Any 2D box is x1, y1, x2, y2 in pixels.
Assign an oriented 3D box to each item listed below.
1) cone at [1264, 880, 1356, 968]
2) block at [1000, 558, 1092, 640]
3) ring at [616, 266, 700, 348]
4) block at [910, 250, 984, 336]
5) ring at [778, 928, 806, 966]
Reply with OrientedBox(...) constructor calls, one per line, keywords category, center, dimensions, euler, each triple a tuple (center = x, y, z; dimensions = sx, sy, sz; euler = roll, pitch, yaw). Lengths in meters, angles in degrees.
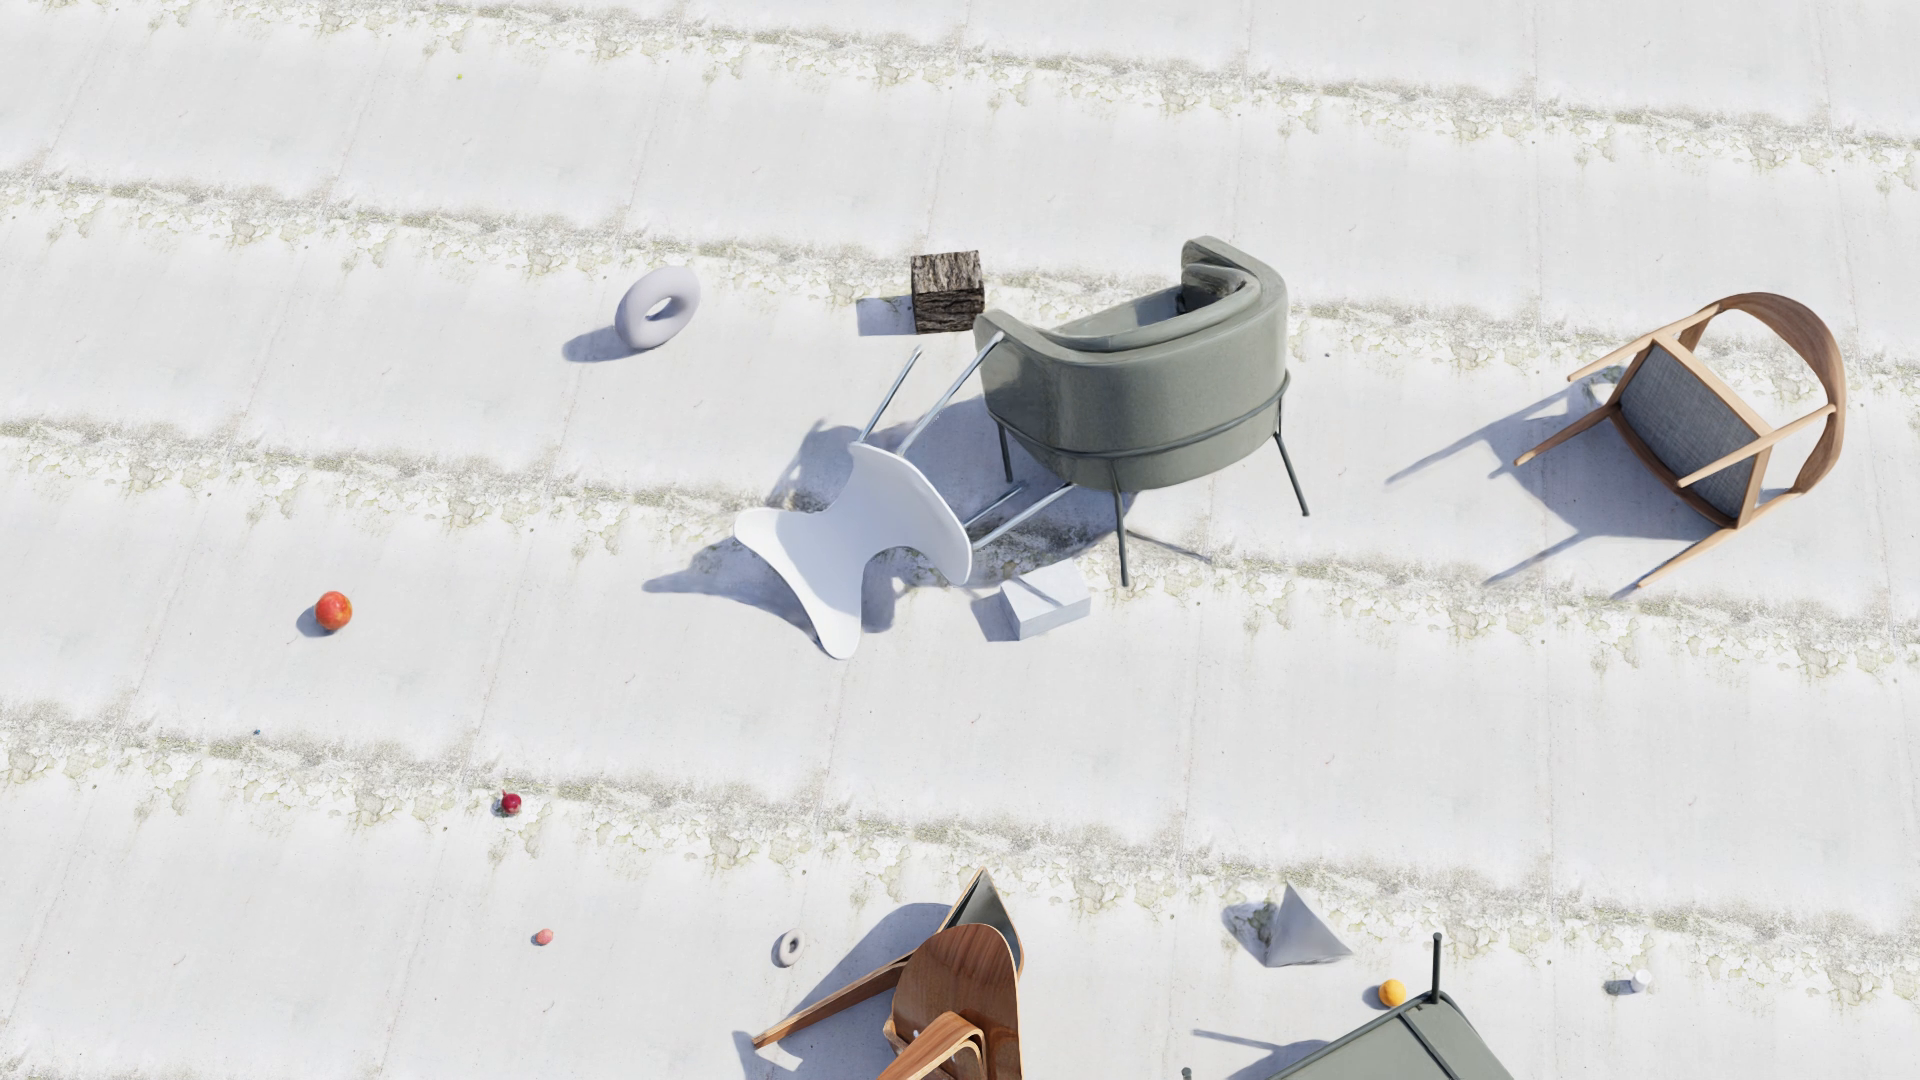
OrientedBox(category="cone", center=(0.879, 1.061, 5.803), dimensions=(0.205, 0.175, 0.275), euler=(-43, 101, 7))
OrientedBox(category="block", center=(0.248, 0.173, 6.395), dimensions=(0.225, 0.105, 0.144), euler=(-20, 58, -13))
OrientedBox(category="ring", center=(-0.942, -0.726, 6.861), dimensions=(0.272, 0.352, 0.085), euler=(-9, 58, -37))
OrientedBox(category="block", center=(-0.040, -0.784, 6.977), dimensions=(0.216, 0.204, 0.155), euler=(-5, 56, -4))
OrientedBox(category="ring", center=(-0.446, 1.079, 5.831), dimensions=(0.067, 0.032, 0.111), euler=(17, 59, 9))
